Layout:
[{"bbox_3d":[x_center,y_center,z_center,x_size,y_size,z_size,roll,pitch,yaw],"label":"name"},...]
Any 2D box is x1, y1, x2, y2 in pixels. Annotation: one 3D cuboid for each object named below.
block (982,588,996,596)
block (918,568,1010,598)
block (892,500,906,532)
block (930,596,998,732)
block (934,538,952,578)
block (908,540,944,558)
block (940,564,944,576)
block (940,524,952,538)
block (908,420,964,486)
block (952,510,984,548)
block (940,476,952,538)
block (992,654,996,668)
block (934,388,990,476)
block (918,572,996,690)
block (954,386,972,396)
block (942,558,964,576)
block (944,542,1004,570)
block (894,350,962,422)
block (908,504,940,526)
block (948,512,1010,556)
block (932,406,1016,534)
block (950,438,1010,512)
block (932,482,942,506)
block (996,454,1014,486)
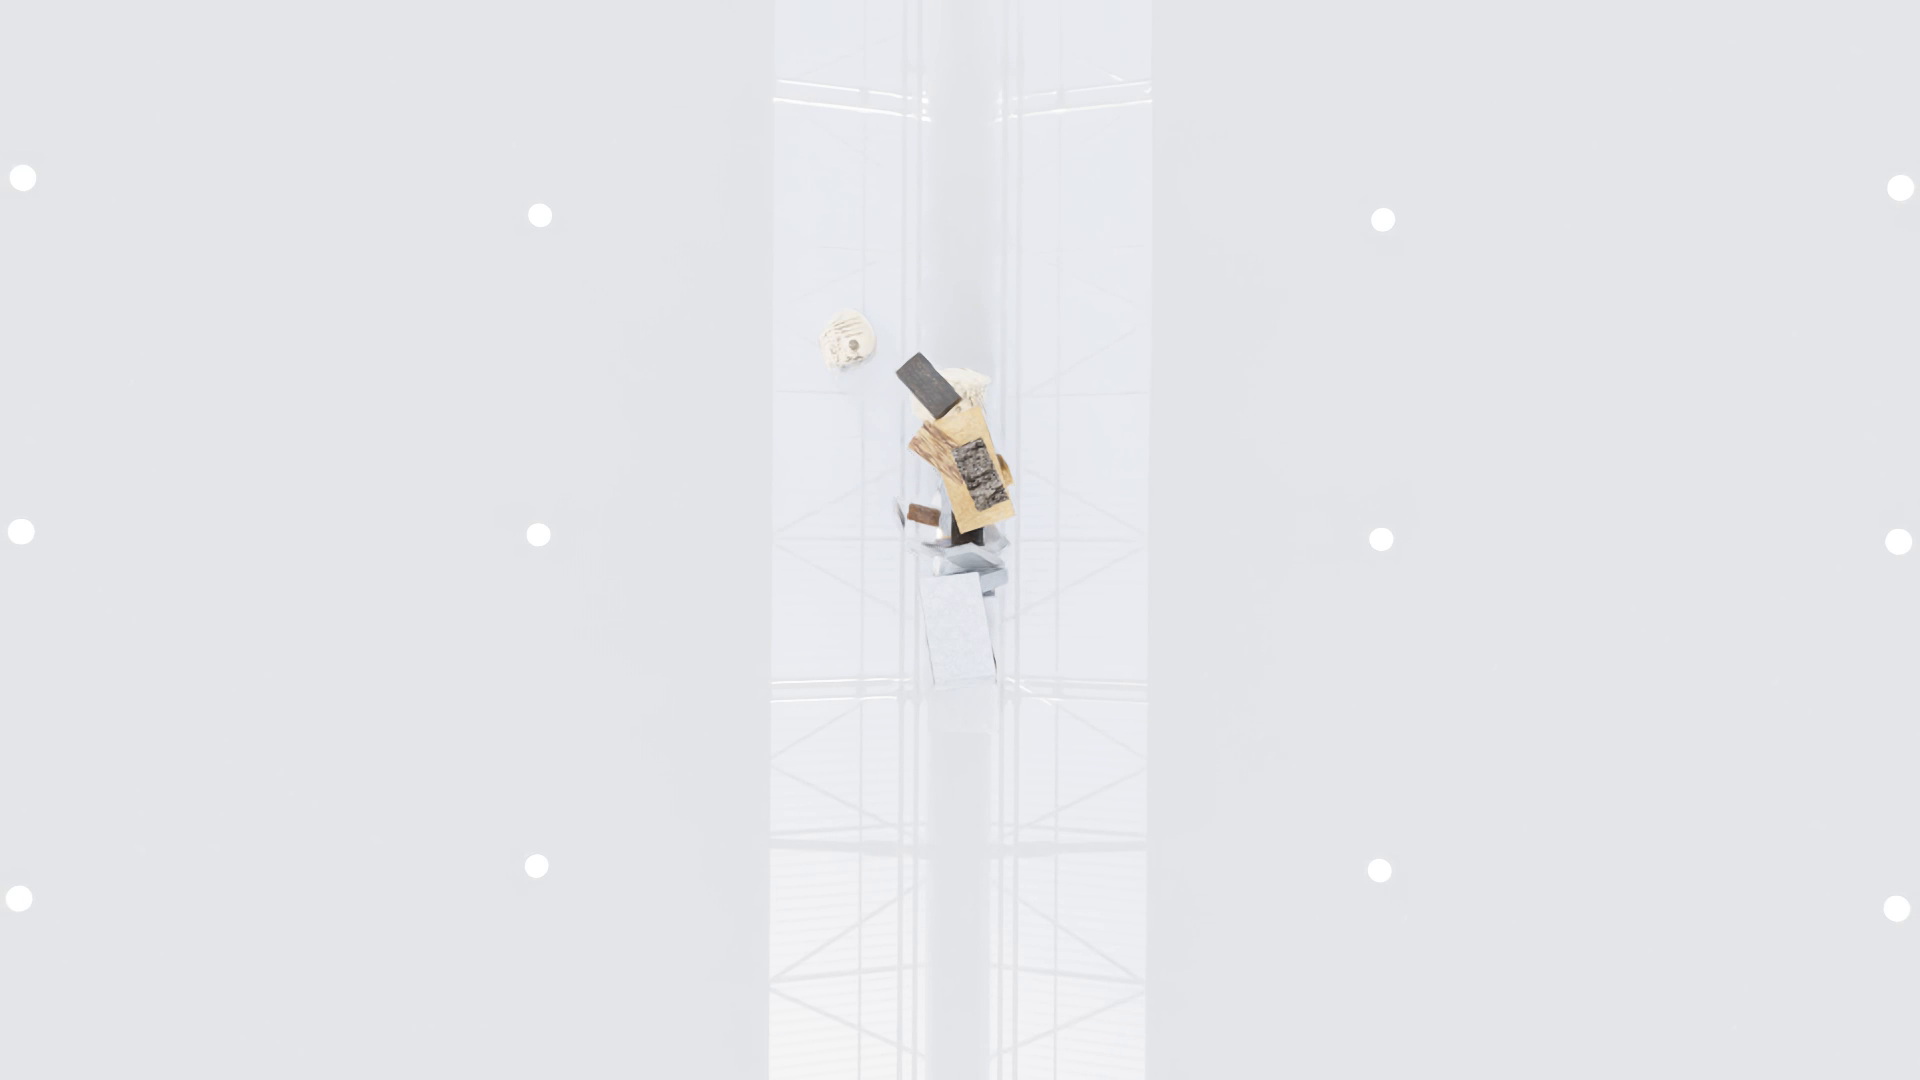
[{"bbox_3d":[0.009,0.172,4.328,0.169,0.337,0.048,2,100,0],"label":"block"},{"bbox_3d":[0.015,0.109,4.208,0.142,0.474,0.040,-4,91,11],"label":"block"},{"bbox_3d":[-0.176,-0.069,4.751,0.014,0.096,0.048,-10,51,10],"label":"block"},{"bbox_3d":[0.009,0.310,4.136,0.169,0.048,0.338,0,91,-1],"label":"block"},{"bbox_3d":[0.003,0.162,4.783,0.164,0.047,0.329,3,90,0],"label":"block"},{"bbox_3d":[-0.094,0.026,4.493,0.048,0.096,0.014,-19,63,31],"label":"block"},{"bbox_3d":[0.003,0.090,4.645,0.114,0.228,0.032,3,88,0],"label":"block"},{"bbox_3d":[0.017,-0.010,5.156,0.160,0.045,0.319,6,91,0],"label":"block"},{"bbox_3d":[-0.043,-0.228,4.328,0.176,0.025,0.088,37,94,2],"label":"block"},{"bbox_3d":[0.022,-0.058,4.468,0.085,0.253,0.024,-9,124,7],"label":"block"},{"bbox_3d":[0.012,-0.144,4.843,0.134,0.038,0.268,-1,91,-1],"label":"block"},{"bbox_3d":[0.014,0.308,3.970,0.142,0.283,0.040,0,92,0],"label":"block"},{"bbox_3d":[0.003,-0.321,4.739,0.152,0.733,0.043,-25,105,6],"label":"block"},{"bbox_3d":[-0.008,0.211,3.859,0.142,0.040,0.284,-7,55,-5],"label":"block"},{"bbox_3d":[0.000,-0.395,5.113,0.078,0.022,0.157,-1,89,3],"label":"block"},{"bbox_3d":[0.001,0.163,4.515,0.114,0.032,0.228,6,90,0],"label":"block"},{"bbox_3d":[0.040,0.053,4.405,0.085,0.171,0.024,-14,66,29],"label":"block"},{"bbox_3d":[-0.083,-0.404,4.324,0.088,0.025,0.175,-41,70,0],"label":"block"},{"bbox_3d":[-0.106,-0.074,4.834,0.096,0.014,0.048,15,105,21],"label":"block"},{"bbox_3d":[0.052,-0.024,4.527,0.086,0.024,0.171,-31,67,-22],"label":"block"},{"bbox_3d":[0.028,-0.186,4.360,0.152,0.043,0.304,-18,92,6],"label":"block"},{"bbox_3d":[0.052,-0.170,4.301,0.088,0.025,0.175,-24,96,1],"label":"block"},{"bbox_3d":[0.000,-0.135,5.338,0.160,0.320,0.045,17,99,0],"label":"block"},{"bbox_3d":[0.058,-0.174,4.541,0.152,0.304,0.043,-18,101,0],"label":"block"}]
